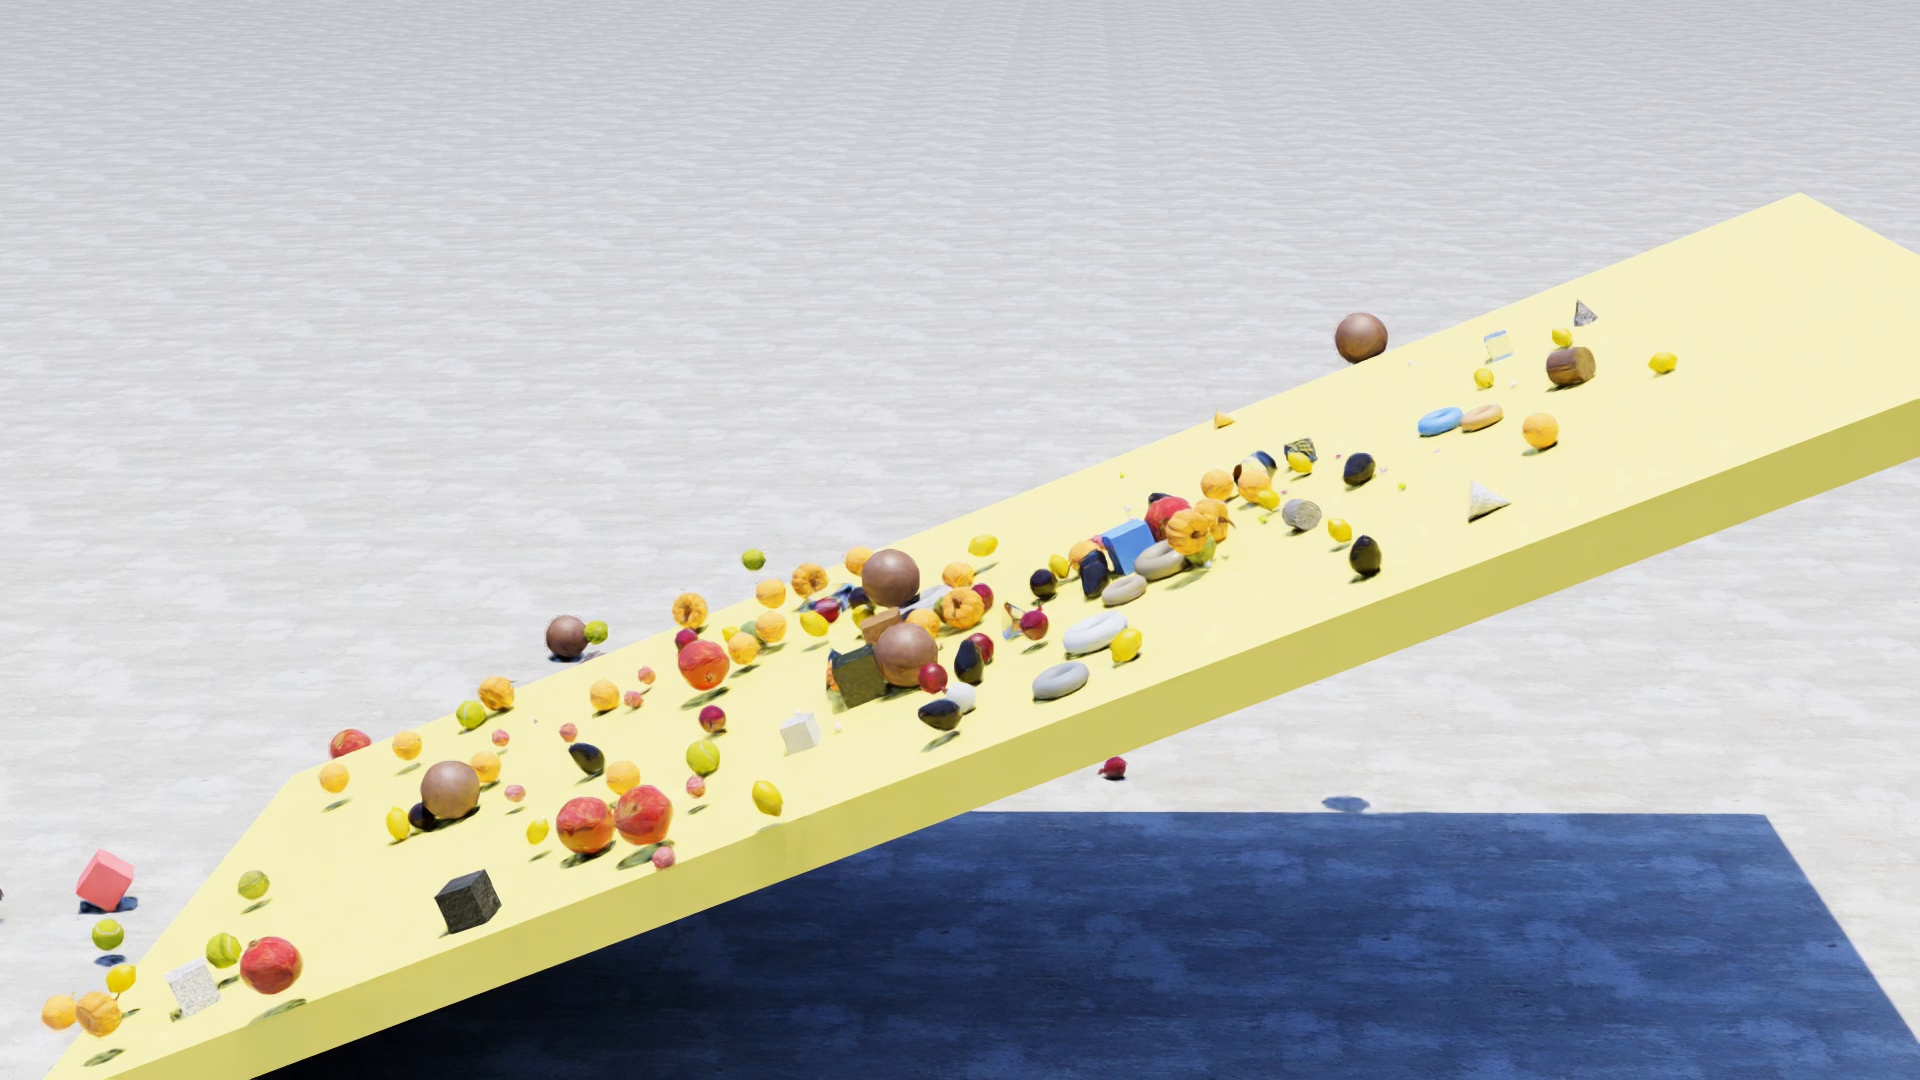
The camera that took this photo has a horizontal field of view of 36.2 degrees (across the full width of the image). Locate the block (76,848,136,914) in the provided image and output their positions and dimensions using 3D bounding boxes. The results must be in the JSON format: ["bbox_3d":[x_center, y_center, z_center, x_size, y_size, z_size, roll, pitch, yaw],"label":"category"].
[{"bbox_3d":[-1.990,0.792,6.848,0.094,0.094,0.094,34,4,-18],"label":"block"}]

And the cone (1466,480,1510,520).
[{"bbox_3d":[0.986,-0.071,5.466,0.078,0.078,0.078,6,14,4],"label":"cone"}]

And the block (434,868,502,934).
[{"bbox_3d":[-0.929,0.683,5.554,0.080,0.080,0.080,-19,13,17],"label":"block"}]

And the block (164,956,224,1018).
[{"bbox_3d":[-1.501,0.875,5.759,0.080,0.080,0.080,-26,13,-16],"label":"block"}]

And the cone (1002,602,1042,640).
[{"bbox_3d":[0.132,0.166,5.980,0.080,0.080,0.080,2,13,-14],"label":"cone"}]

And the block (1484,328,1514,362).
[{"bbox_3d":[1.210,-0.436,6.599,0.052,0.052,0.052,-20,12,14],"label":"block"}]

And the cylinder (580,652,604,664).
[{"bbox_3d":[-0.959,0.350,7.768,0.100,0.100,0.100,-2,-10,-8],"label":"cylinder"}]

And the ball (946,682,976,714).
[{"bbox_3d":[0.002,0.299,5.583,0.060,0.060,0.060,0,14,0],"label":"ball"}]

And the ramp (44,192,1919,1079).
[{"bbox_3d":[0.125,0.173,6.290,4.000,0.100,2.000,-21,12,7],"label":"ramp"}]

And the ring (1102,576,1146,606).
[{"bbox_3d":[0.330,0.102,5.910,0.097,0.032,0.097,-23,12,5],"label":"ring"}]

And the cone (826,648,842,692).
[{"bbox_3d":[-0.228,0.274,6.147,0.096,0.096,0.096,4,14,-2],"label":"cone"}]

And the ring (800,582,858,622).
[{"bbox_3d":[-0.305,0.144,6.836,0.145,0.048,0.145,-23,13,5],"label":"ring"}]

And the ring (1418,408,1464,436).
[{"bbox_3d":[1.012,-0.250,6.198,0.102,0.034,0.102,-21,13,5],"label":"ring"}]

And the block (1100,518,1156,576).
[{"bbox_3d":[0.355,0.014,6.118,0.084,0.084,0.084,-25,12,-9],"label":"block"}]

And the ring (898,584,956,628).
[{"bbox_3d":[-0.076,0.145,6.408,0.146,0.049,0.146,-27,9,5],"label":"ring"}]

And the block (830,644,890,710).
[{"bbox_3d":[-0.203,0.277,5.975,0.090,0.090,0.090,-22,12,3],"label":"block"}]

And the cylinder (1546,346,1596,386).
[{"bbox_3d":[1.271,-0.362,6.121,0.073,0.073,0.073,-14,3,-44],"label":"cylinder"}]

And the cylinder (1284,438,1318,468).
[{"bbox_3d":[0.738,-0.189,6.376,0.055,0.055,0.055,-18,8,19],"label":"cylinder"}]

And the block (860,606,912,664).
[{"bbox_3d":[-0.156,0.202,6.229,0.084,0.084,0.084,-22,12,3],"label":"block"}]

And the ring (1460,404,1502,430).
[{"bbox_3d":[1.080,-0.254,6.097,0.094,0.031,0.094,-22,11,4],"label":"ring"}]

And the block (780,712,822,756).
[{"bbox_3d":[-0.314,0.381,5.803,0.057,0.057,0.057,-19,13,17],"label":"block"}]

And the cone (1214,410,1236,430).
[{"bbox_3d":[0.639,-0.287,7.059,0.050,0.050,0.050,3,13,-8],"label":"cone"}]

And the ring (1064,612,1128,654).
[{"bbox_3d":[0.261,0.179,5.671,0.134,0.045,0.134,-22,11,4],"label":"ring"}]

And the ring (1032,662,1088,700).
[{"bbox_3d":[0.186,0.261,5.468,0.114,0.038,0.114,-20,12,5],"label":"ring"}]

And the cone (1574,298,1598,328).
[{"bbox_3d":[1.395,-0.517,6.599,0.059,0.059,0.059,-22,12,5],"label":"cone"}]

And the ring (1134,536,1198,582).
[{"bbox_3d":[0.419,0.039,5.987,0.140,0.047,0.140,-23,15,7],"label":"ring"}]
